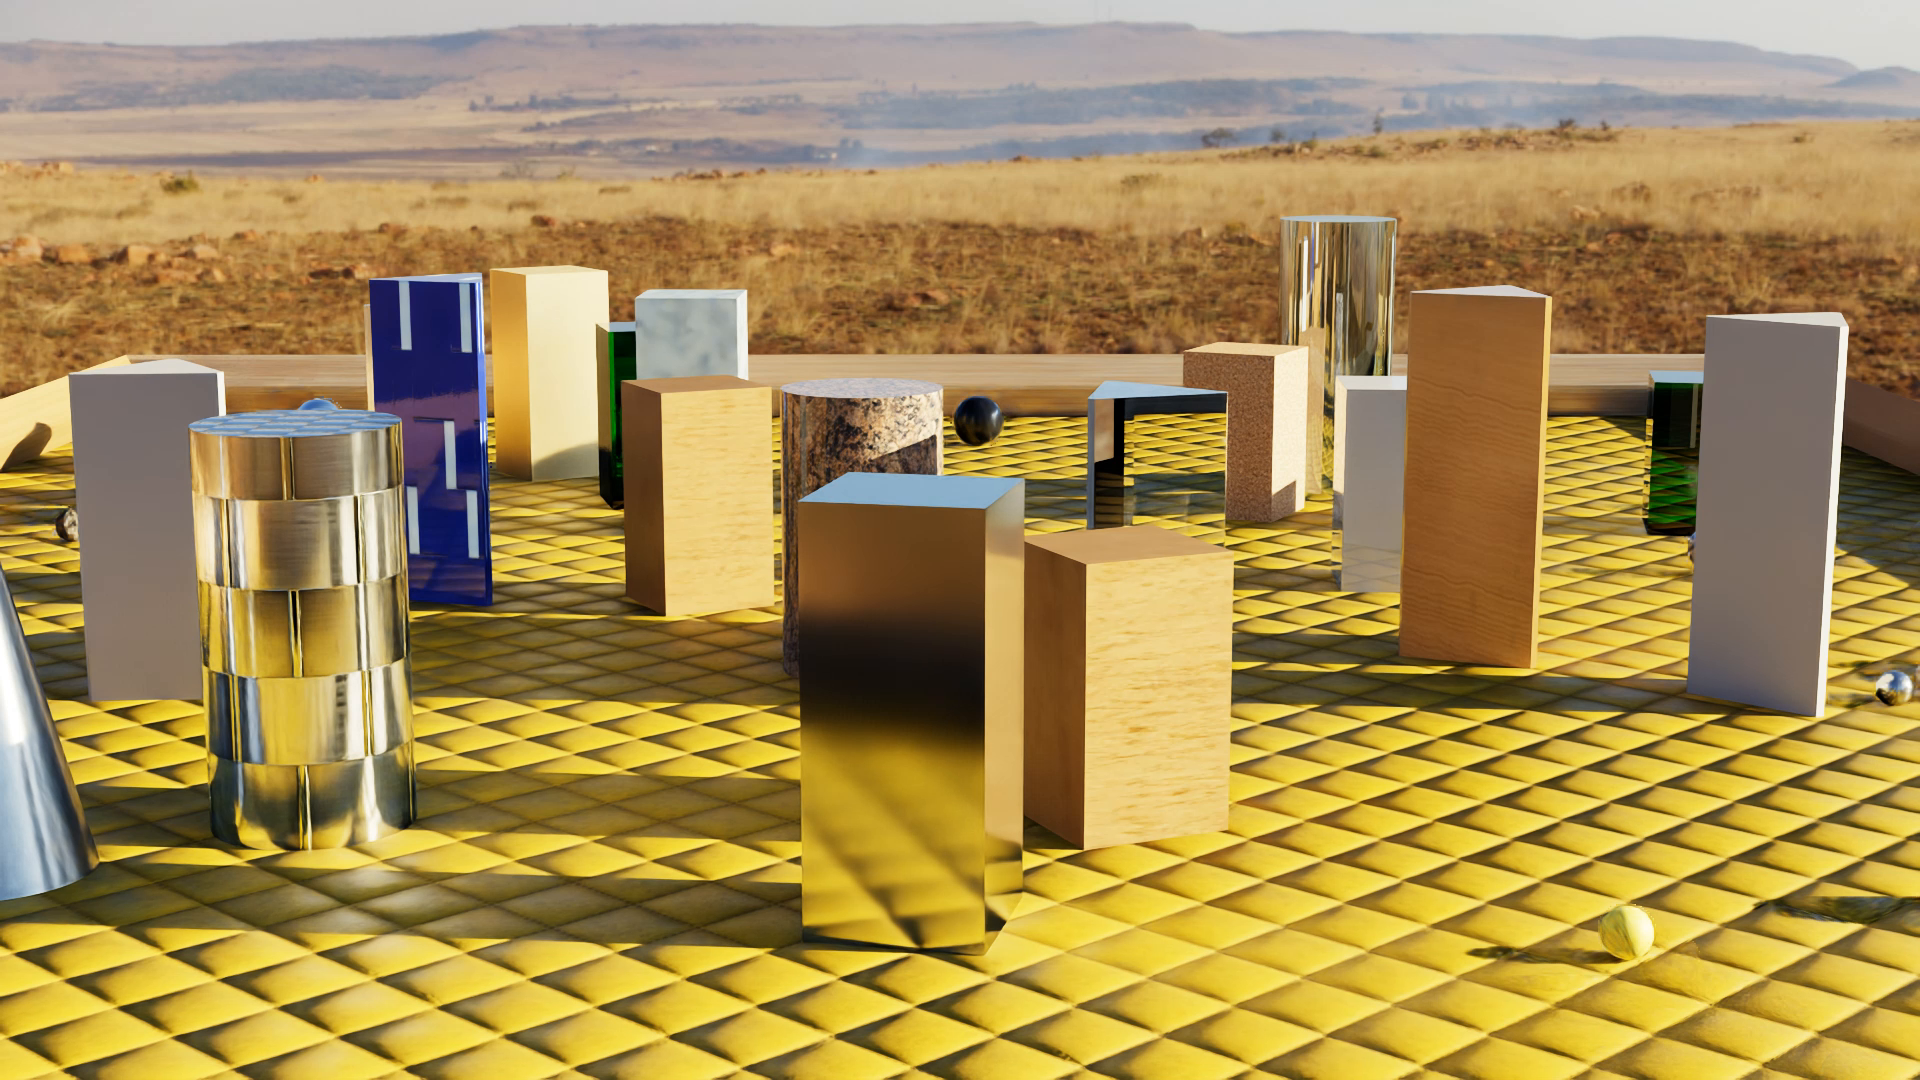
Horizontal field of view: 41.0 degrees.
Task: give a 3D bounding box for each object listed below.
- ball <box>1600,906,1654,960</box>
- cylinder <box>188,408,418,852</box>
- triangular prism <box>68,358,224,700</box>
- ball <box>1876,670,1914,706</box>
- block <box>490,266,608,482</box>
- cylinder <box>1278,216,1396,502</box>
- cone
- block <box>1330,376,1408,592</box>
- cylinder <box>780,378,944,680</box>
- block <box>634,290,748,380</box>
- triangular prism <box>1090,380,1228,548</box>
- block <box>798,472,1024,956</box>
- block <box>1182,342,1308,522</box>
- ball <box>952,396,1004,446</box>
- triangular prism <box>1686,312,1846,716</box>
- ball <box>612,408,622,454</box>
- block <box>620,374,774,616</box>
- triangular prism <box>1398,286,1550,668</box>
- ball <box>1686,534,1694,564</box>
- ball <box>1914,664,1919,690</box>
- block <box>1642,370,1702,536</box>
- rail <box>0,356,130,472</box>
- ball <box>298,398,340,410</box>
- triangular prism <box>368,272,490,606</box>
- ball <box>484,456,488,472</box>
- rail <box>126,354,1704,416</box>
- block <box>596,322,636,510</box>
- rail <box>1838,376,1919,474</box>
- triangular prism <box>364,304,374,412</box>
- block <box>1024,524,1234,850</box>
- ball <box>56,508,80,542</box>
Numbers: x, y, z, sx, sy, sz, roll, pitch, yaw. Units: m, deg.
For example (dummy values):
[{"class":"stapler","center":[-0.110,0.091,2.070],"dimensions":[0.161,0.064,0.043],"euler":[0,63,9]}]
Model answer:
[{"class":"ball","center":[0.549,0.324,2.114],"dimensions":[0.044,0.044,0.044],"euler":[0,11,0]},{"class":"cylinder","center":[-0.629,0.081,2.467],"dimensions":[0.196,0.392,0.196],"euler":[0,11,0]},{"class":"triangular prism","center":[-0.931,-0.016,3.020],"dimensions":[0.170,0.381,0.147],"euler":[-1,11,-4]},{"class":"ball","center":[1.073,0.170,2.947],"dimensions":[0.042,0.042,0.042],"euler":[0,11,0]},{"class":"block","center":[-0.733,-0.301,4.604],"dimensions":[0.157,0.365,0.157],"euler":[-7,13,-33]},{"class":"cylinder","center":[0.640,-0.313,4.381],"dimensions":[0.196,0.469,0.196],"euler":[0,11,0]},{"class":"cone","center":[-0.891,0.101,2.312],"dimensions":[0.196,0.410,0.196],"euler":[0,11,0]},{"class":"block","center":[0.615,-0.081,3.633],"dimensions":[0.157,0.286,0.157],"euler":[1,11,3]},{"class":"cylinder","center":[-0.118,-0.014,3.109],"dimensions":[0.196,0.344,0.196],"euler":[0,11,0]},{"class":"block","center":[-0.419,-0.202,4.047],"dimensions":[0.157,0.373,0.157],"euler":[0,11,1]},{"class":"triangular prism","center":[0.200,0.002,2.983],"dimensions":[0.170,0.360,0.147],"euler":[-4,11,-20]},{"class":"block","center":[-0.038,0.142,2.181],"dimensions":[0.157,0.376,0.157],"euler":[2,11,13]},{"class":"block","center":[0.467,-0.180,4.210],"dimensions":[0.157,0.269,0.157],"euler":[5,12,27]},{"class":"ball","center":[0.035,-0.230,4.952],"dimensions":[0.098,0.098,0.098],"euler":[0,11,0]},{"class":"triangular prism","center":[0.966,-0.038,2.970],"dimensions":[0.147,0.442,0.170],"euler":[-10,15,-44]},{"class":"ball","center":[-0.639,-0.206,4.844],"dimensions":[0.090,0.090,0.090],"euler":[0,11,0]},{"class":"block","center":[-0.359,-0.064,3.504],"dimensions":[0.157,0.300,0.157],"euler":[-5,12,-27]},{"class":"triangular prism","center":[0.656,-0.085,3.194],"dimensions":[0.170,0.453,0.147],"euler":[5,12,25]},{"class":"ball","center":[1.087,0.014,3.708],"dimensions":[0.072,0.072,0.072],"euler":[0,11,0]},{"class":"ball","center":[1.135,0.160,2.972],"dimensions":[0.054,0.054,0.054],"euler":[0,11,0]},{"class":"block","center":[1.171,-0.138,4.065],"dimensions":[0.157,0.241,0.157],"euler":[2,11,11]},{"class":"rail","center":[-1.708,0.035,3.439],"dimensions":[0.045,0.127,3.924],"euler":[0,11,0]},{"class":"ball","center":[-1.230,-0.223,4.918],"dimensions":[0.096,0.096,0.096],"euler":[0,11,0]},{"class":"triangular prism","center":[-0.696,-0.144,3.552],"dimensions":[0.170,0.440,0.147],"euler":[4,11,19]},{"class":"ball","center":[-0.864,-0.134,4.578],"dimensions":[0.045,0.045,0.045],"euler":[0,11,0]},{"class":"rail","center":[-0.011,-0.321,5.355],"dimensions":[3.462,0.127,0.045],"euler":[0,11,0]},{"class":"block","center":[-0.521,-0.213,4.318],"dimensions":[0.157,0.295,0.157],"euler":[-3,11,-16]},{"class":"rail","center":[1.708,0.031,3.459],"dimensions":[0.045,0.127,3.924],"euler":[0,11,0]},{"class":"triangular prism","center":[-0.877,-0.228,4.283],"dimensions":[0.170,0.338,0.147],"euler":[3,11,16]},{"class":"block","center":[0.155,0.138,2.486],"dimensions":[0.157,0.273,0.157],"euler":[-5,12,-24]},{"class":"ball","center":[-1.369,-0.023,3.960],"dimensions":[0.052,0.052,0.052],"euler":[0,11,0]}]
